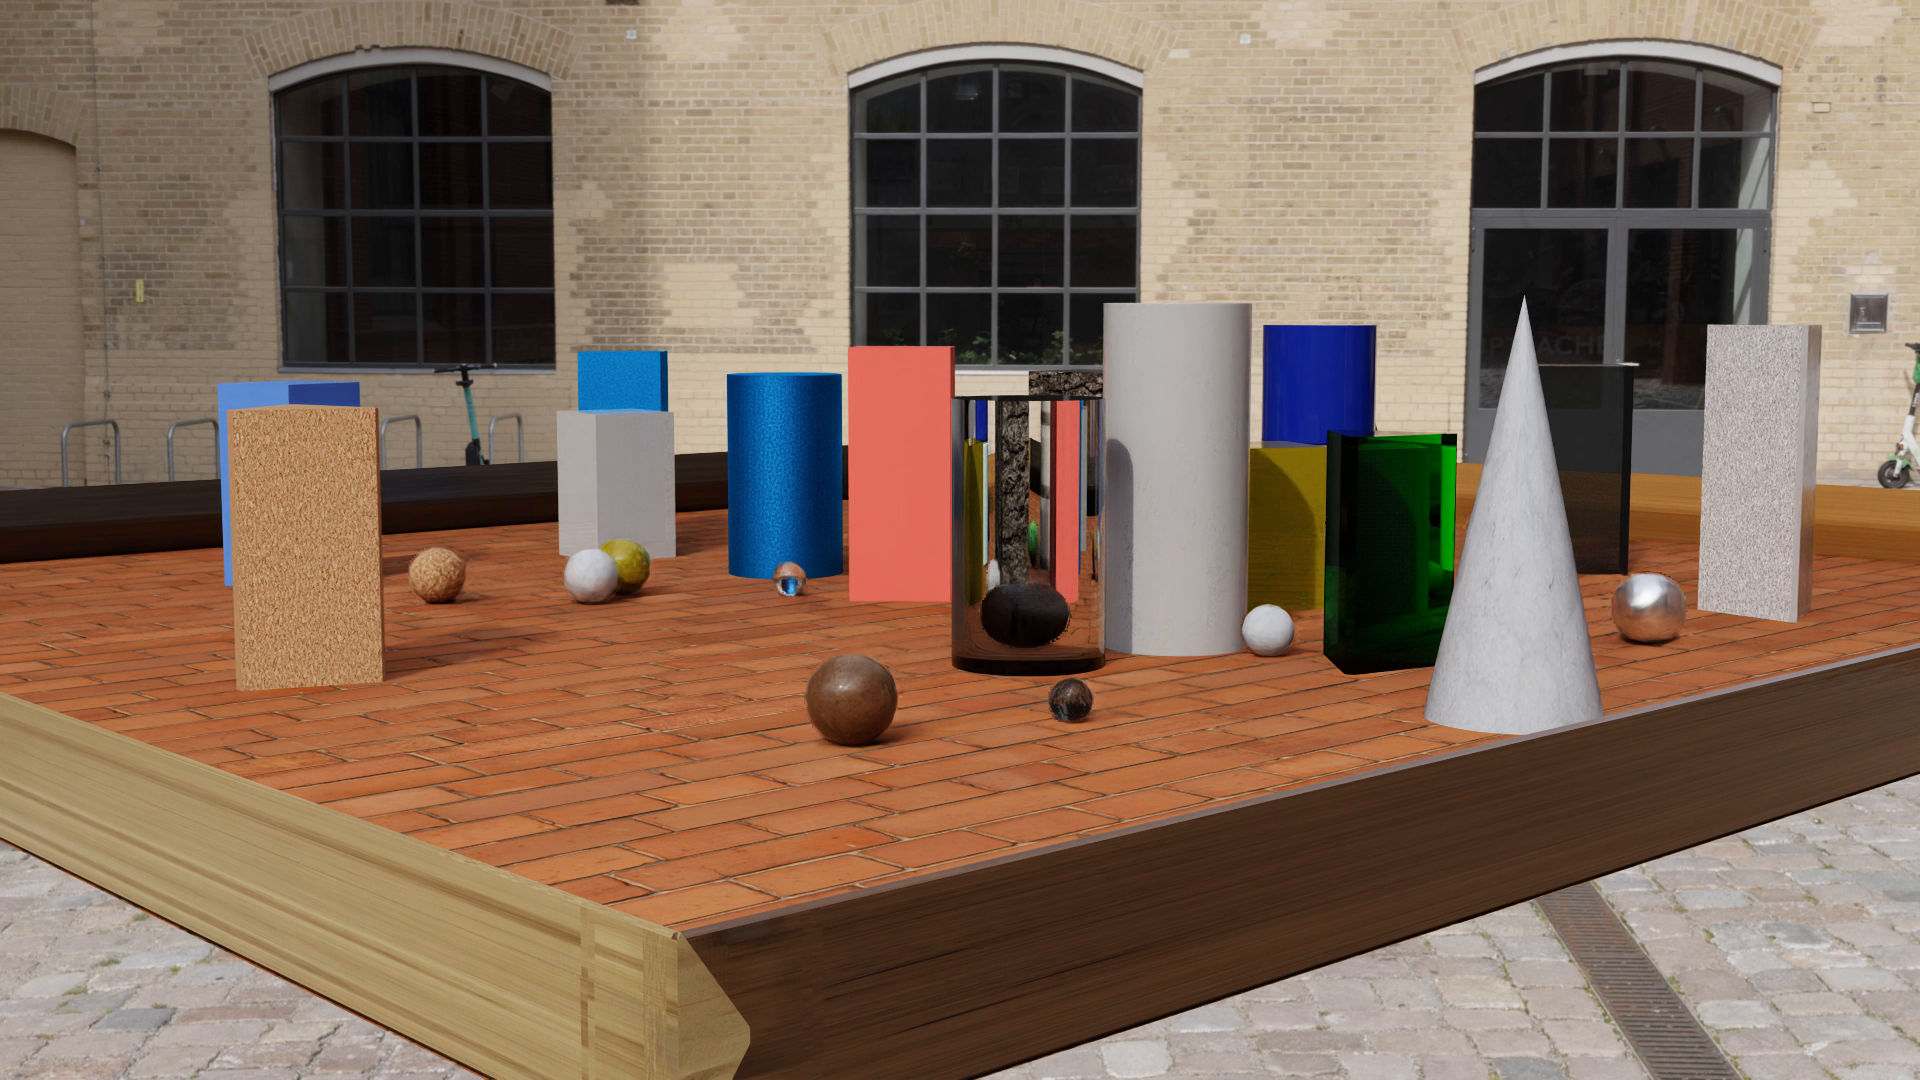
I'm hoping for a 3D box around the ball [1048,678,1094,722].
[{"bbox_3d":[0.120,0.173,2.377,0.048,0.048,0.048,0,6,0],"label":"ball"}]

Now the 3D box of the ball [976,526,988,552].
[{"bbox_3d":[0.054,-0.002,4.031,0.050,0.050,0.050,0,6,0],"label":"ball"}]

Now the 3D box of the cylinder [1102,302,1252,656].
[{"bbox_3d":[0.284,-0.085,2.901,0.194,0.452,0.194,0,6,0],"label":"cylinder"}]

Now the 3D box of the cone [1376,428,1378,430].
[{"bbox_3d":[0.759,-0.148,4.160,0.194,0.314,0.194,0,6,0],"label":"cone"}]

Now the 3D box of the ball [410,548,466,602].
[{"bbox_3d":[-0.794,0.054,3.342,0.084,0.084,0.084,0,6,0],"label":"ball"}]

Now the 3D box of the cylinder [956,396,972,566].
[{"bbox_3d":[-0.077,-0.107,3.884,0.194,0.291,0.194,0,6,0],"label":"cylinder"}]

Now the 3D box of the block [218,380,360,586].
[{"bbox_3d":[-1.083,-0.092,3.568,0.155,0.326,0.155,3,7,29],"label":"block"}]

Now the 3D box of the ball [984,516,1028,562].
[{"bbox_3d":[0.083,-0.002,3.891,0.080,0.080,0.080,0,6,0],"label":"ball"}]

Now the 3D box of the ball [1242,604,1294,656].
[{"bbox_3d":[0.397,0.116,2.830,0.067,0.067,0.067,0,6,0],"label":"ball"}]

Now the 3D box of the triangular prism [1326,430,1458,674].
[{"bbox_3d":[0.511,0.009,2.775,0.168,0.291,0.145,-3,7,-30],"label":"triangular prism"}]

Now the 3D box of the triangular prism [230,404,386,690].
[{"bbox_3d":[-0.796,0.003,2.657,0.168,0.328,0.145,-3,7,-23],"label":"triangular prism"}]

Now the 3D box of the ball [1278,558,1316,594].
[{"bbox_3d":[0.526,0.057,3.439,0.057,0.057,0.057,0,6,0],"label":"ball"}]

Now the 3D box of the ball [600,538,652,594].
[{"bbox_3d":[-0.527,0.041,3.441,0.088,0.088,0.088,0,6,0],"label":"ball"}]

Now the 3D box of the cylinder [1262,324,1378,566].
[{"bbox_3d":[0.615,-0.160,3.778,0.194,0.418,0.194,0,6,0],"label":"cylinder"}]

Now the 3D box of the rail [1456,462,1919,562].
[{"bbox_3d":[1.165,-0.080,4.401,0.045,0.126,3.063,-6,8,-42],"label":"rail"}]

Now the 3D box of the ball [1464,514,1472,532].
[{"bbox_3d":[1.006,-0.029,4.259,0.057,0.057,0.057,0,6,0],"label":"ball"}]

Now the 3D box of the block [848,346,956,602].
[{"bbox_3d":[-0.089,-0.106,3.419,0.155,0.386,0.155,0,6,3],"label":"block"}]

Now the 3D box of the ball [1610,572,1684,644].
[{"bbox_3d":[0.918,0.091,2.937,0.094,0.094,0.094,0,6,0],"label":"ball"}]

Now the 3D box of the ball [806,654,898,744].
[{"bbox_3d":[-0.111,0.163,2.258,0.094,0.094,0.094,0,6,0],"label":"ball"}]

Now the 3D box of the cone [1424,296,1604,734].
[{"bbox_3d":[0.605,-0.034,2.381,0.194,0.460,0.194,0,6,0],"label":"cone"}]

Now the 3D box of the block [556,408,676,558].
[{"bbox_3d":[-0.620,-0.101,3.969,0.155,0.261,0.155,-4,7,-36],"label":"block"}]

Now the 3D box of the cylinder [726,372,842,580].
[{"bbox_3d":[-0.296,-0.112,3.716,0.194,0.336,0.194,0,6,0],"label":"cylinder"}]

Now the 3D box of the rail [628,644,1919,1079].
[{"bbox_3d":[1.022,0.148,2.230,3.219,0.126,0.045,-6,8,-42],"label":"rail"}]

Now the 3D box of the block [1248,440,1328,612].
[{"bbox_3d":[0.449,-0.023,3.318,0.155,0.242,0.155,-2,6,-16],"label":"block"}]

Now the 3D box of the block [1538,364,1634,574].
[{"bbox_3d":[1.057,-0.124,3.767,0.155,0.349,0.155,1,6,8],"label":"block"}]

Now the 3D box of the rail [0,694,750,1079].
[{"bbox_3d":[-1.165,0.145,2.263,0.045,0.126,3.063,-6,8,-42],"label":"rail"}]

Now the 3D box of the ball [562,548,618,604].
[{"bbox_3d":[-0.559,0.055,3.333,0.083,0.083,0.083,0,6,0],"label":"ball"}]

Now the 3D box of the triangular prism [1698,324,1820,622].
[{"bbox_3d":[1.205,-0.104,3.224,0.145,0.422,0.168,-4,7,-33],"label":"triangular prism"}]

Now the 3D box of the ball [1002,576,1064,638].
[{"bbox_3d":[0.098,0.091,2.986,0.084,0.084,0.084,0,6,0],"label":"ball"}]

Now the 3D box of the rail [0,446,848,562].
[{"bbox_3d":[-1.022,-0.083,4.434,3.219,0.126,0.045,-6,8,-42],"label":"rail"}]

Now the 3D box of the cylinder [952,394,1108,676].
[{"bbox_3d":[0.086,-0.010,2.752,0.194,0.335,0.194,0,6,0],"label":"cylinder"}]

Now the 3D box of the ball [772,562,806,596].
[{"bbox_3d":[-0.266,0.061,3.427,0.052,0.052,0.052,0,6,0],"label":"ball"}]

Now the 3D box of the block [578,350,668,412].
[{"bbox_3d":[-0.646,-0.181,4.240,0.155,0.363,0.155,0,6,-2],"label":"block"}]

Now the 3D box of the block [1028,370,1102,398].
[{"bbox_3d":[0.216,-0.096,3.505,0.155,0.347,0.155,4,7,36],"label":"block"}]
